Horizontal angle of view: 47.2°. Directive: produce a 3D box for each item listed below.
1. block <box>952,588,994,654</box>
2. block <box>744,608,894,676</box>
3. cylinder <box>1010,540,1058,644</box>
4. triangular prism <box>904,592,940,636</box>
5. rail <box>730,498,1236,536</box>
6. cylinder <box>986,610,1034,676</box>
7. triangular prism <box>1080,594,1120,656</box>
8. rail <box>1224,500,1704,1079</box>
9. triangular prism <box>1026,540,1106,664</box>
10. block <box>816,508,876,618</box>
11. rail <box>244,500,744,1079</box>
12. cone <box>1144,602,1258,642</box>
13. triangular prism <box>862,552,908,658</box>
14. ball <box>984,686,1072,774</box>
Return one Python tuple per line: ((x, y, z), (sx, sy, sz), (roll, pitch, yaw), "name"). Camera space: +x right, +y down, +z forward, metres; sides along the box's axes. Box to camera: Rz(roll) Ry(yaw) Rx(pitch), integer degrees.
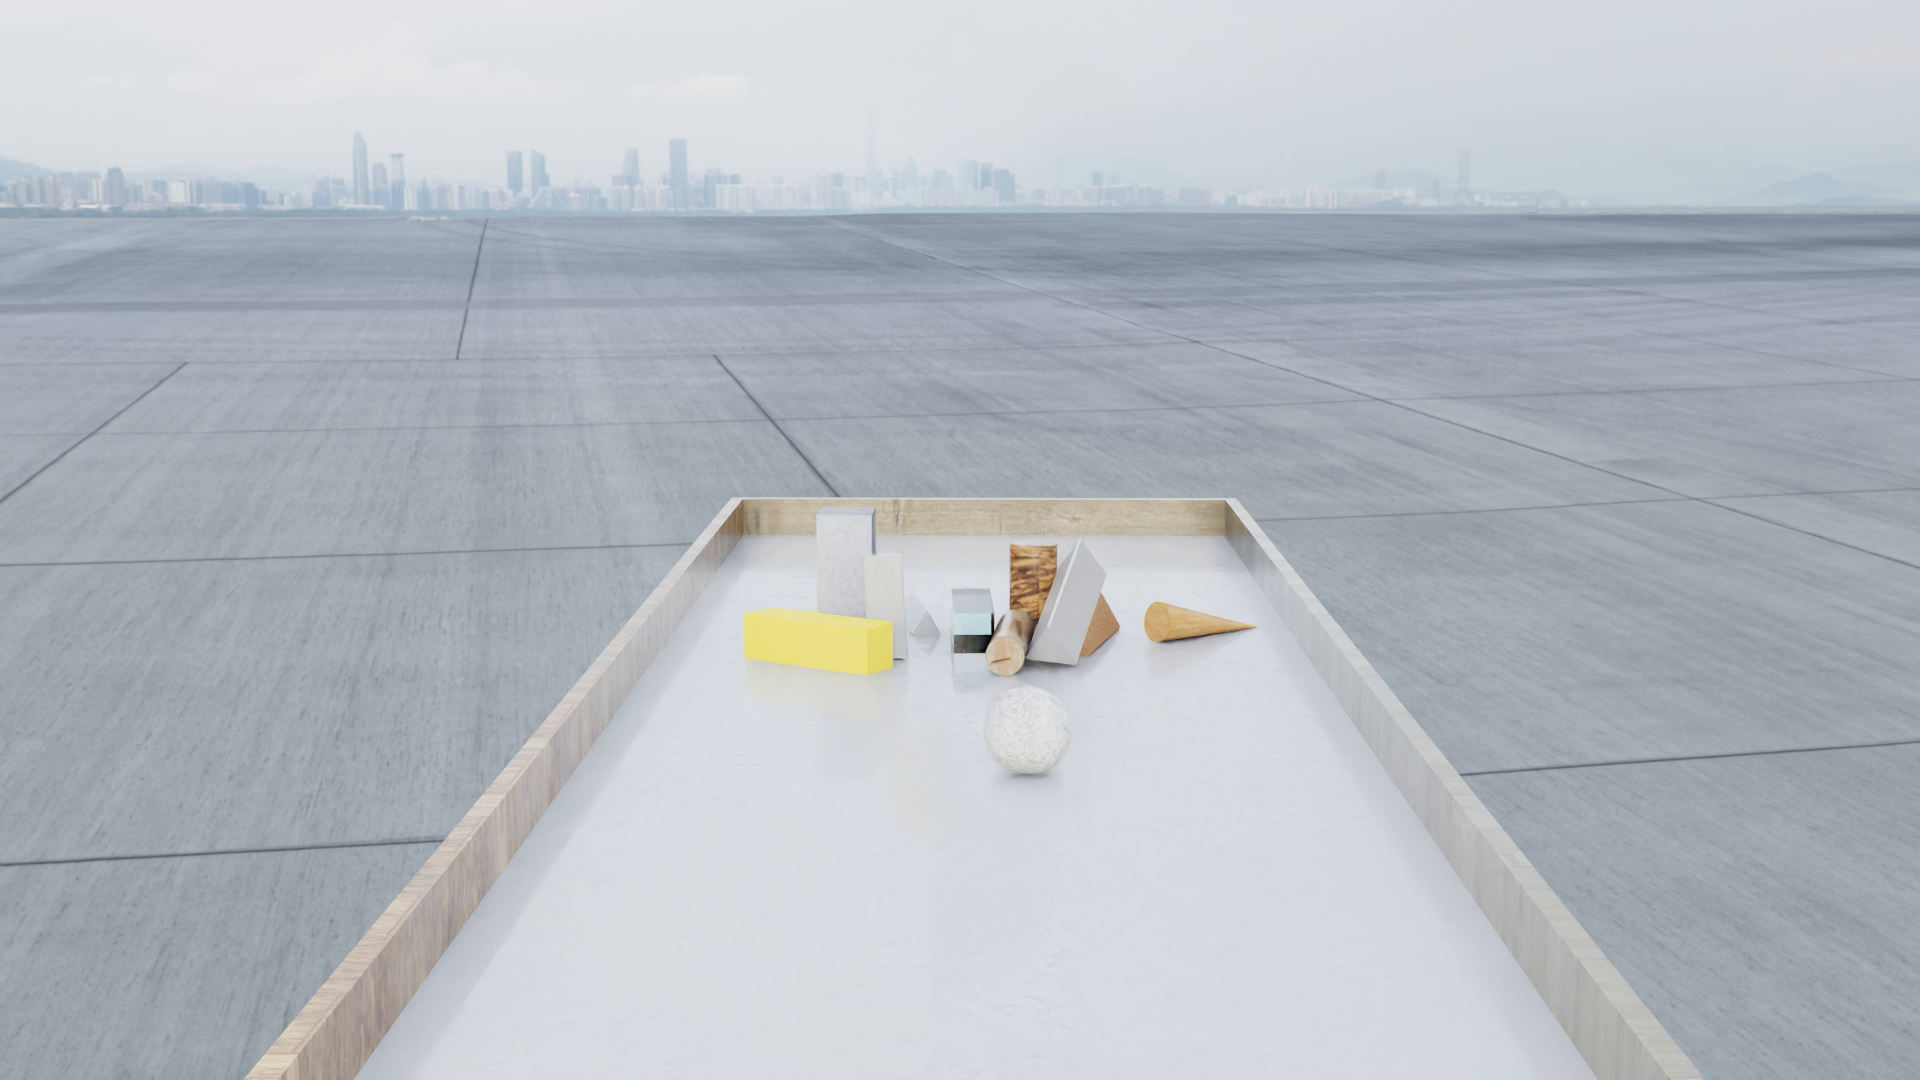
((0.039, 0.255, 7.001), (0.126, 0.126, 0.430), (0, 9, -1), "block")
((-0.429, 0.304, 6.649), (0.452, 0.138, 0.138), (5, 11, 31), "block")
((0.232, 0.164, 6.966), (0.151, 0.311, 0.151), (0, 7, 0), "cylinder")
((-0.134, 0.238, 7.242), (0.091, 0.079, 0.373), (-1, 9, -8), "triangular prism")
((0.099, -0.098, 9.147), (2.100, 0.150, 0.050), (0, 9, 1), "rail")
((0.154, 0.309, 6.689), (0.116, 0.116, 0.436), (1, 9, 6), "cylinder")
((0.390, 0.255, 6.975), (0.145, 0.126, 0.446), (2, 9, 16), "triangular prism")
((1.046, 0.843, 3.208), (0.050, 0.150, 12.000), (0, 9, 1), "rail")
((0.322, 0.180, 6.700), (0.154, 0.134, 0.431), (6, 39, 15), "triangular prism")
((-0.357, 0.116, 6.940), (0.172, 0.418, 0.172), (0, 9, 2), "block")
((-1.004, 0.839, 3.234), (0.050, 0.150, 12.000), (0, 9, 1), "rail")
((0.802, 0.273, 7.084), (0.428, 0.129, 0.129), (4, 5, -34), "cone")
((-0.221, 0.199, 6.738), (0.119, 0.315, 0.103), (-2, 7, 8), "triangular prism")
((0.165, 0.465, 5.388), (0.215, 0.215, 0.215), (0, 9, 0), "ball")
